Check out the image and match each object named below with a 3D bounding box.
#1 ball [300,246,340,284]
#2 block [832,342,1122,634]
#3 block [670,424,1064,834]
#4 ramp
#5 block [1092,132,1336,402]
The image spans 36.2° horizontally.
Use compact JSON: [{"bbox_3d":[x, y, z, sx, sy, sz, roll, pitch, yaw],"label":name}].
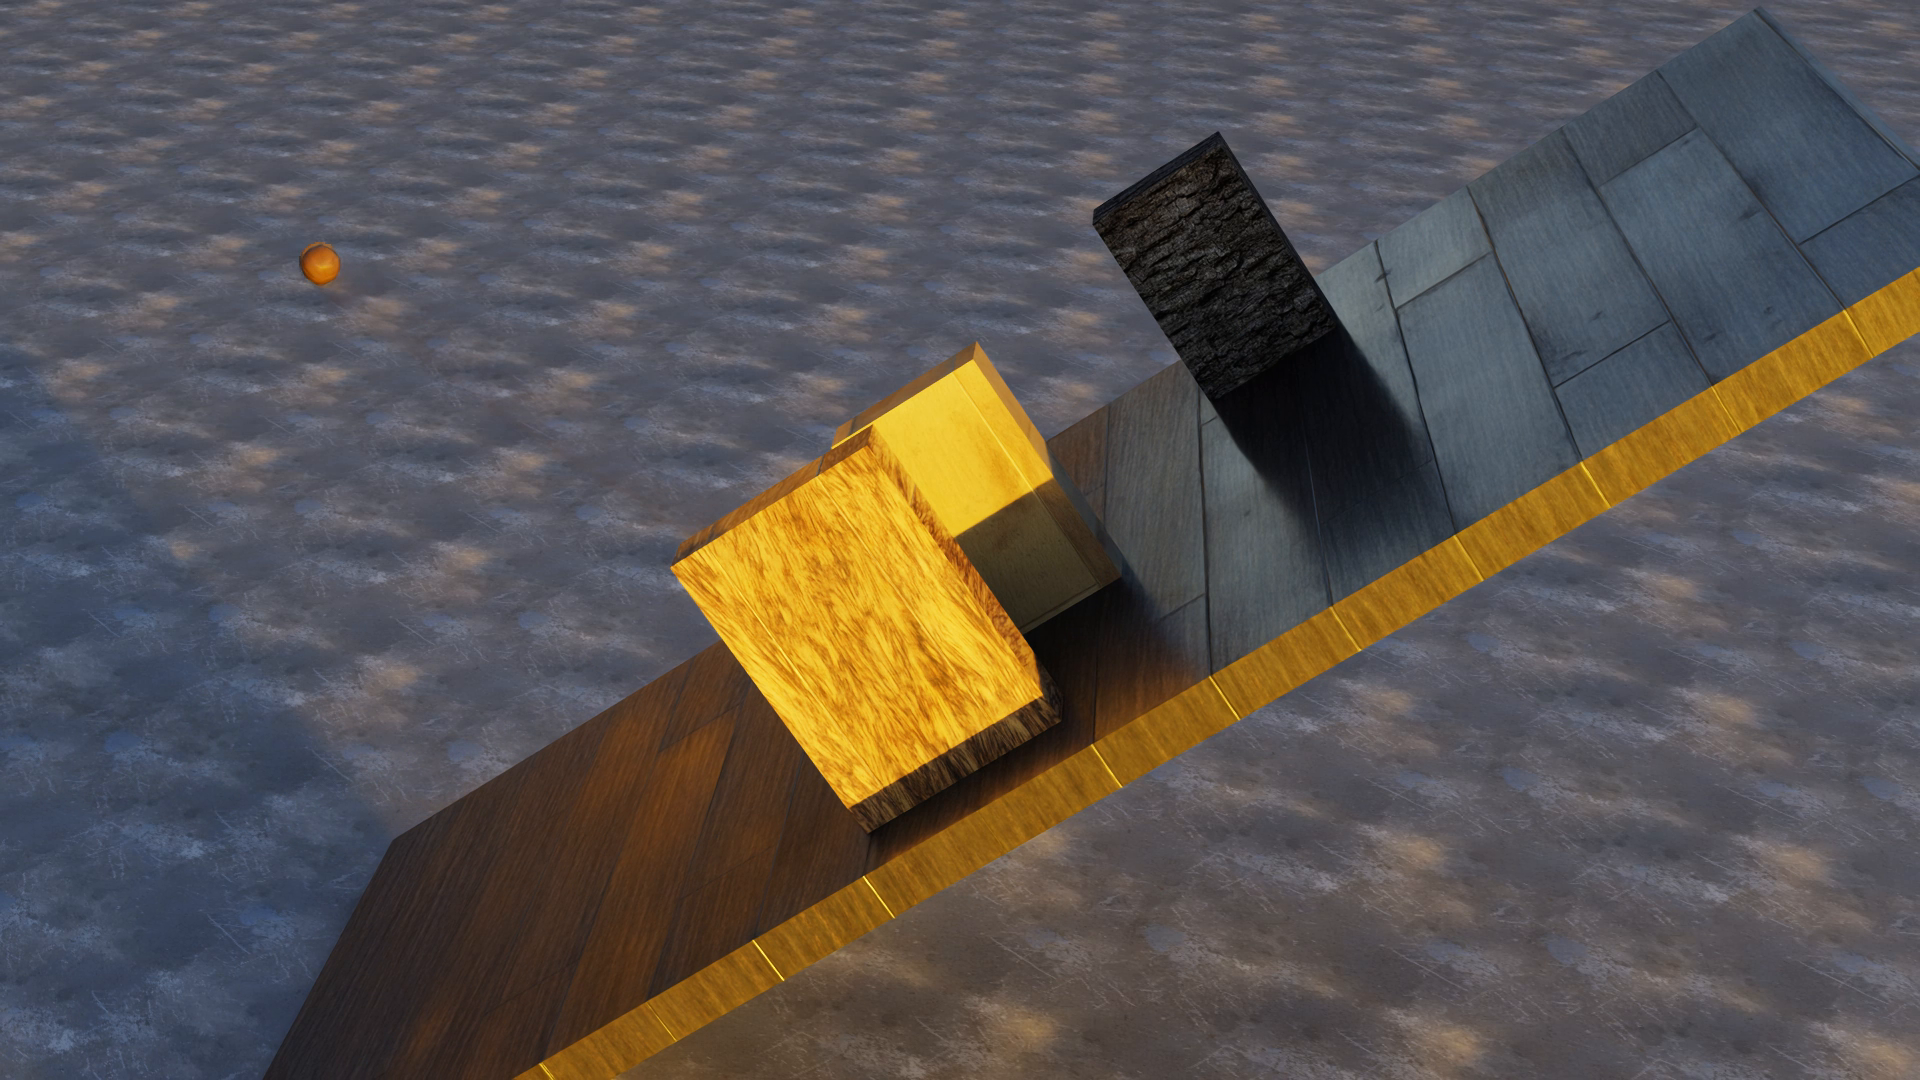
[{"bbox_3d":[-2.836,-1.221,13.045,0.173,0.173,0.173,0,21,0],"label":"ball"},{"bbox_3d":[0.039,-0.079,6.023,0.344,0.548,0.127,-31,16,14],"label":"block"},{"bbox_3d":[-0.169,0.173,5.519,0.443,0.644,0.125,-31,16,14],"label":"block"},{"bbox_3d":[0.139,0.171,6.298,4.000,0.100,2.000,-31,16,14],"label":"ramp"},{"bbox_3d":[0.573,-0.613,6.615,0.332,0.493,0.139,-31,16,14],"label":"block"}]
